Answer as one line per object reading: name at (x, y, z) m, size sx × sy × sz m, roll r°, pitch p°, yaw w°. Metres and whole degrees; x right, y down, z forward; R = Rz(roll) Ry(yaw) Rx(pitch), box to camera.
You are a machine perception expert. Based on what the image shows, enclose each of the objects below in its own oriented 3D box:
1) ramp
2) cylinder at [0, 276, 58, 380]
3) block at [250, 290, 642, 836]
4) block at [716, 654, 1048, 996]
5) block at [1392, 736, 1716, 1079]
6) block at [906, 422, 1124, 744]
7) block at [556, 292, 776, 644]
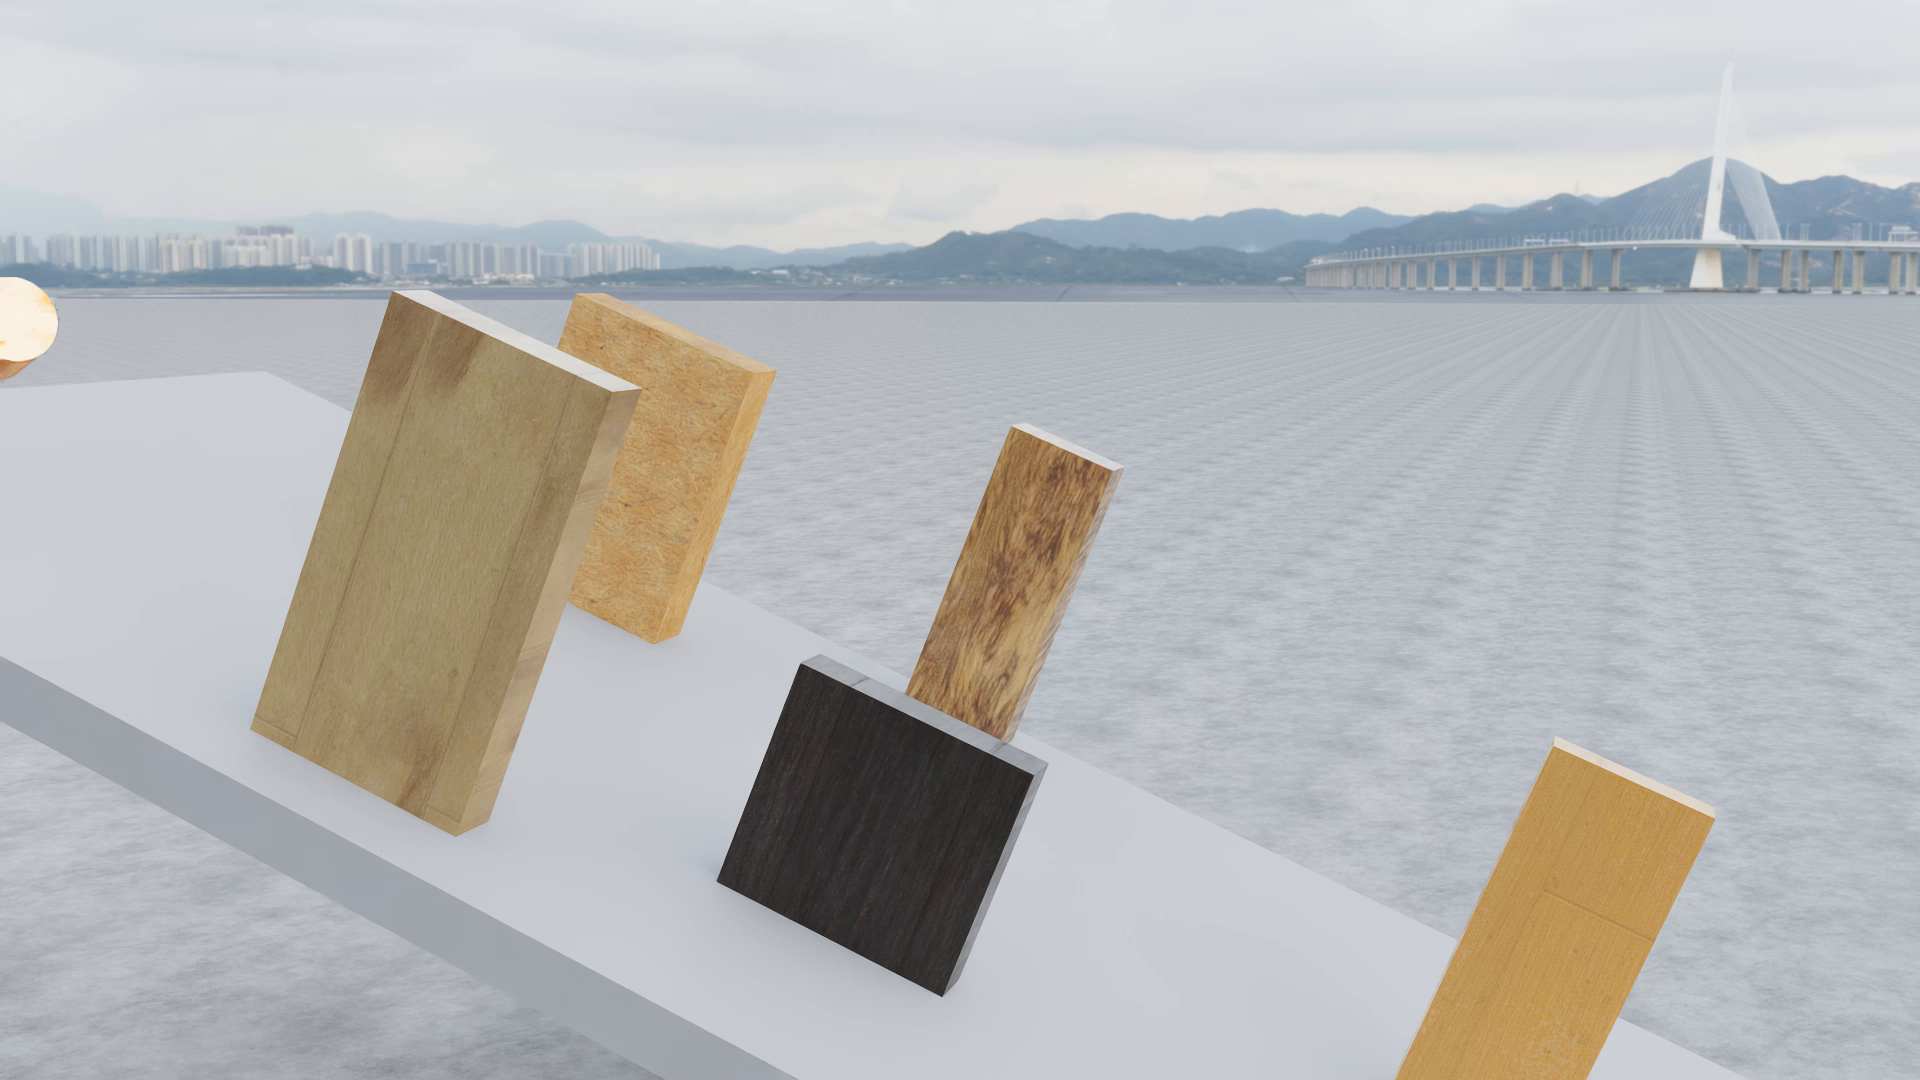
ramp at (-0.306, 0.542, 4.194) m, size 4.000 × 0.100 × 2.000 m, roll 25°, pitch 13°, yaw 13°
cylinder at (-1.847, -0.404, 4.229) m, size 0.165 × 0.165 × 0.165 m, roll -6°, pitch -7°, yaw -40°
block at (-0.820, 0.036, 3.480) m, size 0.399 × 0.762 × 0.105 m, roll 25°, pitch 13°, yaw 13°
block at (-0.131, 0.467, 3.629) m, size 0.427 × 0.410 × 0.091 m, roll 25°, pitch 13°, yaw 13°
block at (0.994, 0.718, 3.742) m, size 0.280 × 0.715 × 0.083 m, roll 25°, pitch 13°, yaw 13°
block at (0.116, 0.103, 4.915) m, size 0.247 × 0.682 × 0.117 m, roll 25°, pitch 13°, yaw 13°
block at (-0.716, -0.158, 4.749) m, size 0.436 × 0.629 × 0.133 m, roll 25°, pitch 13°, yaw 13°
